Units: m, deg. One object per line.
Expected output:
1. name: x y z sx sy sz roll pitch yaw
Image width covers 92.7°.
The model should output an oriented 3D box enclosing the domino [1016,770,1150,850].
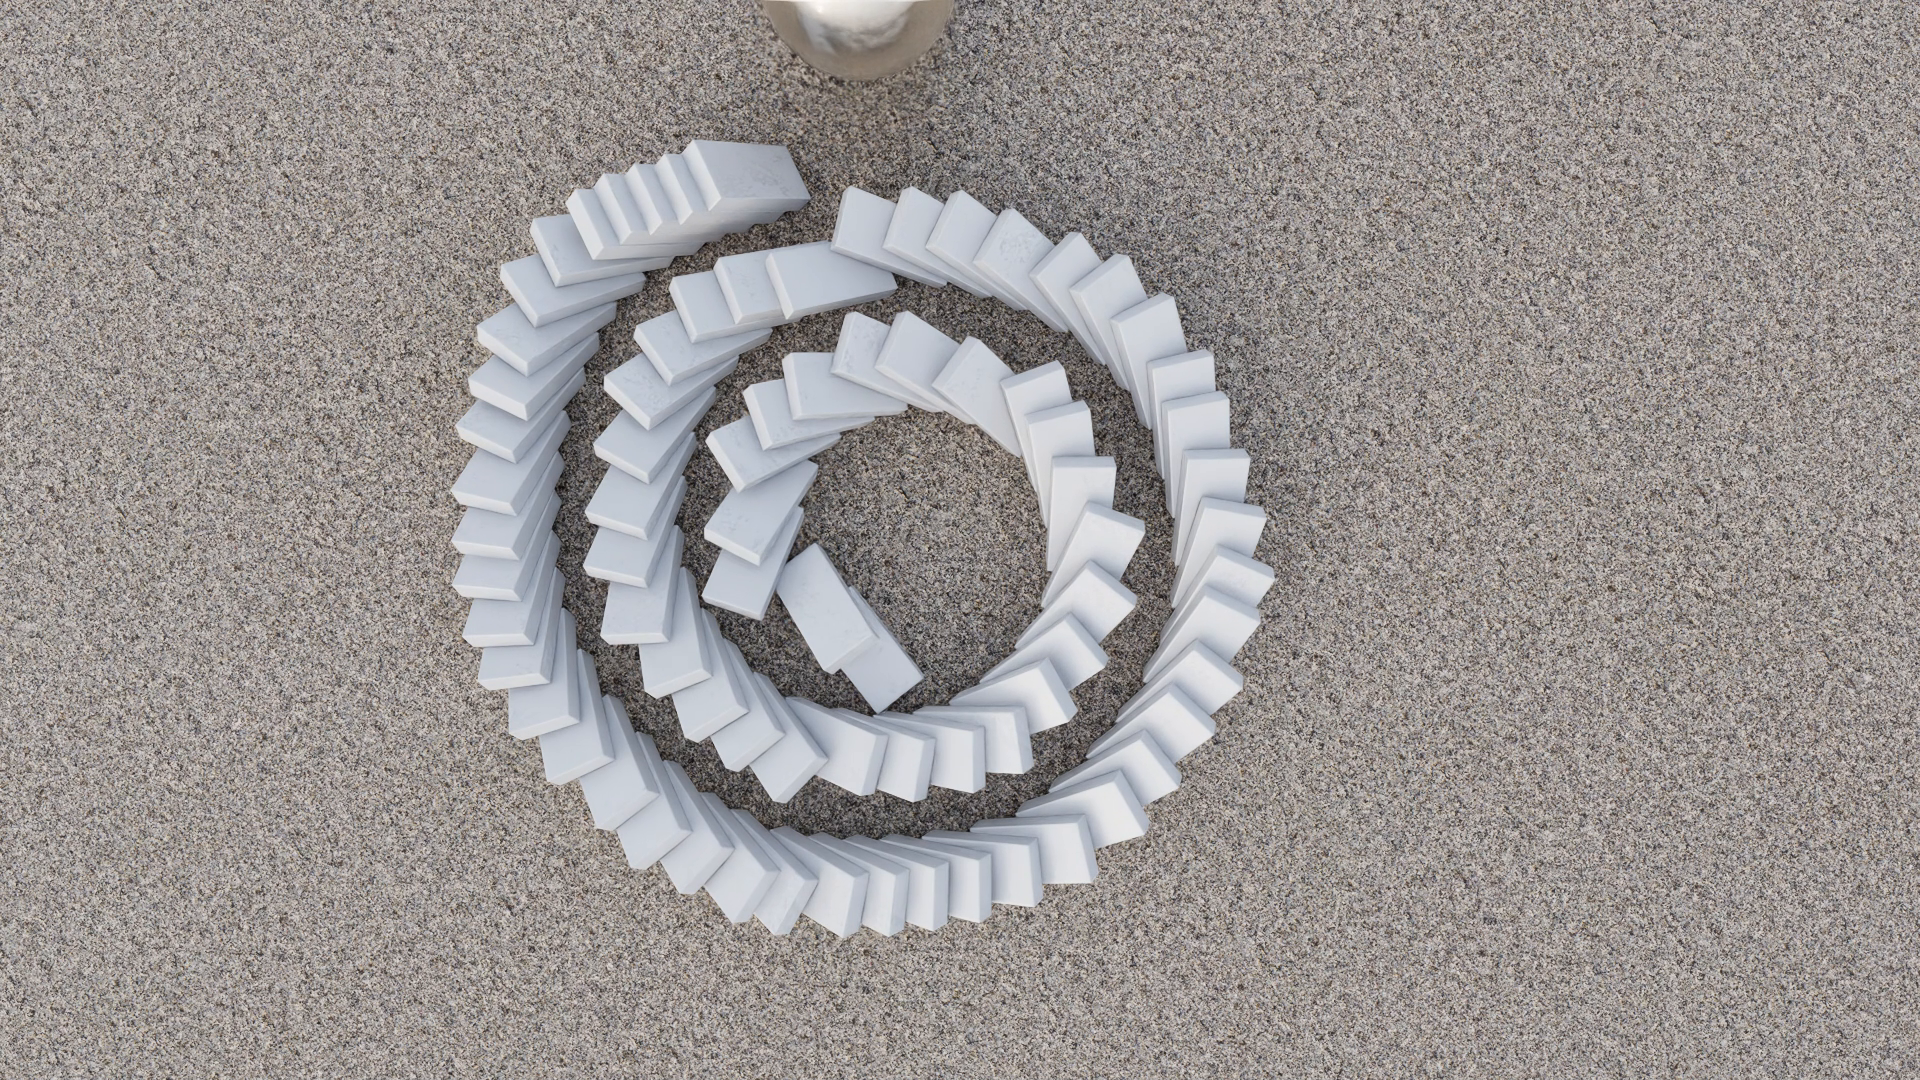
1. domino: 0.051 0.116 0.383 0.050 0.009 0.025 -28 93 30

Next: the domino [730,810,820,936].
1. domino: -0.084 0.138 0.382 0.050 0.010 0.025 29 90 34

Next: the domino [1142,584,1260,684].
1. domino: 0.100 0.044 0.382 0.025 0.010 0.050 26 121 -3

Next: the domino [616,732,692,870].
1. domino: -0.133 0.108 0.383 0.025 0.010 0.050 -38 58 1

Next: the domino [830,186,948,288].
1. domino: -0.027 -0.127 0.385 0.050 0.010 0.025 13 90 -24

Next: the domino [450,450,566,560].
1. domino: -0.187 -0.016 0.382 0.025 0.009 0.050 7 57 3

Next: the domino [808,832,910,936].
1. domino: -0.044 0.142 0.381 0.050 0.010 0.025 8 93 36

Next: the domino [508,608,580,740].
1. domino: -0.174 0.055 0.383 0.025 0.009 0.050 -17 60 0

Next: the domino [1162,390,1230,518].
1. domino: 0.099 -0.035 0.382 0.025 0.009 0.050 -11 121 -1

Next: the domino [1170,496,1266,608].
1. domino: 0.107 0.008 0.383 0.025 0.009 0.050 10 122 0

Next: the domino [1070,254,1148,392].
1. domino: 0.068 -0.090 0.382 0.025 0.010 0.050 -38 122 -4

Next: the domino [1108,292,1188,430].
1. domino: 0.082 -0.074 0.382 0.025 0.010 0.050 -26 121 -4

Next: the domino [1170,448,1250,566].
1. domino: 0.104 -0.013 0.383 0.025 0.010 0.050 -1 120 0

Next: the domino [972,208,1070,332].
1. domino: 0.032 -0.112 0.383 0.050 0.010 0.025 32 87 -30

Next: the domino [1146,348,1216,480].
1. domino: 0.094 -0.052 0.384 0.025 0.009 0.050 -13 119 0

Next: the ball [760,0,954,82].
1. ball: -0.041 -0.225 0.360 0.080 0.080 0.080 0 90 0

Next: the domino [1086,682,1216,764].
1. domino: 0.079 0.084 0.384 0.025 0.009 0.050 43 119 0

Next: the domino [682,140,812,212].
1. domino: -0.087 -0.150 0.378 0.009 0.050 0.025 -26 90 40

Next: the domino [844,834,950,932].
1. domino: -0.028 0.142 0.381 0.050 0.010 0.025 3 91 36

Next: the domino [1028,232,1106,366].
1. domino: 0.054 -0.101 0.384 0.025 0.010 0.050 -45 119 0

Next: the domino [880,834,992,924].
1. domino: -0.011 0.140 0.383 0.050 0.010 0.025 0 90 33

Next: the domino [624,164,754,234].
1. domino: -0.110 -0.140 0.378 0.010 0.050 0.025 -26 90 40

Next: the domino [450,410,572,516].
1. domino: -0.186 -0.035 0.382 0.025 0.009 0.050 13 57 4

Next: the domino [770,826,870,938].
1. domino: -0.061 0.141 0.381 0.050 0.009 0.025 14 94 35

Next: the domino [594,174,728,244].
1. domino: -0.122 -0.136 0.378 0.009 0.050 0.025 -26 90 40

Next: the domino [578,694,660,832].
1. domino: -0.147 0.092 0.383 0.025 0.009 0.050 -37 59 0

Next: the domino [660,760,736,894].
1. domino: -0.117 0.119 0.383 0.025 0.010 0.050 -47 58 0

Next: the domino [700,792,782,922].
1. domino: -0.099 0.131 0.382 0.050 0.010 0.025 35 93 33

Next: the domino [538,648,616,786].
1. domino: -0.163 0.074 0.384 0.025 0.009 0.050 -25 62 0

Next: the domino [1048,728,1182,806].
1. domino: 0.065 0.102 0.384 0.050 0.010 0.025 -38 90 28

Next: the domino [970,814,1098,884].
1. domino: 0.031 0.130 0.384 0.050 0.009 0.025 -13 91 28

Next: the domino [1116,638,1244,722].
1. domino: 0.091 0.067 0.383 0.025 0.009 0.050 39 120 0

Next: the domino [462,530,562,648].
1. domino: -0.186 0.020 0.382 0.025 0.009 0.050 -2 56 2

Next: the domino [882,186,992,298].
1. domino: -0.005 -0.124 0.384 0.050 0.009 0.025 19 90 -29

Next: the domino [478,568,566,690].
1. domino: -0.182 0.036 0.382 0.025 0.010 0.050 -7 57 0

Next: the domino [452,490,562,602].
1. domino: -0.188 0.001 0.382 0.025 0.009 0.050 5 57 2

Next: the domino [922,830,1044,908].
1. domino: 0.009 0.137 0.384 0.050 0.009 0.025 -5 90 28

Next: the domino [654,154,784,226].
1. domino: -0.098 -0.144 0.378 0.009 0.050 0.025 -26 90 40

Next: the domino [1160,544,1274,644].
1. domino: 0.107 0.028 0.383 0.025 0.010 0.050 23 121 -1

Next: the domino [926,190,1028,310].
1. domino: 0.012 -0.120 0.382 0.050 0.010 0.025 27 86 -30
